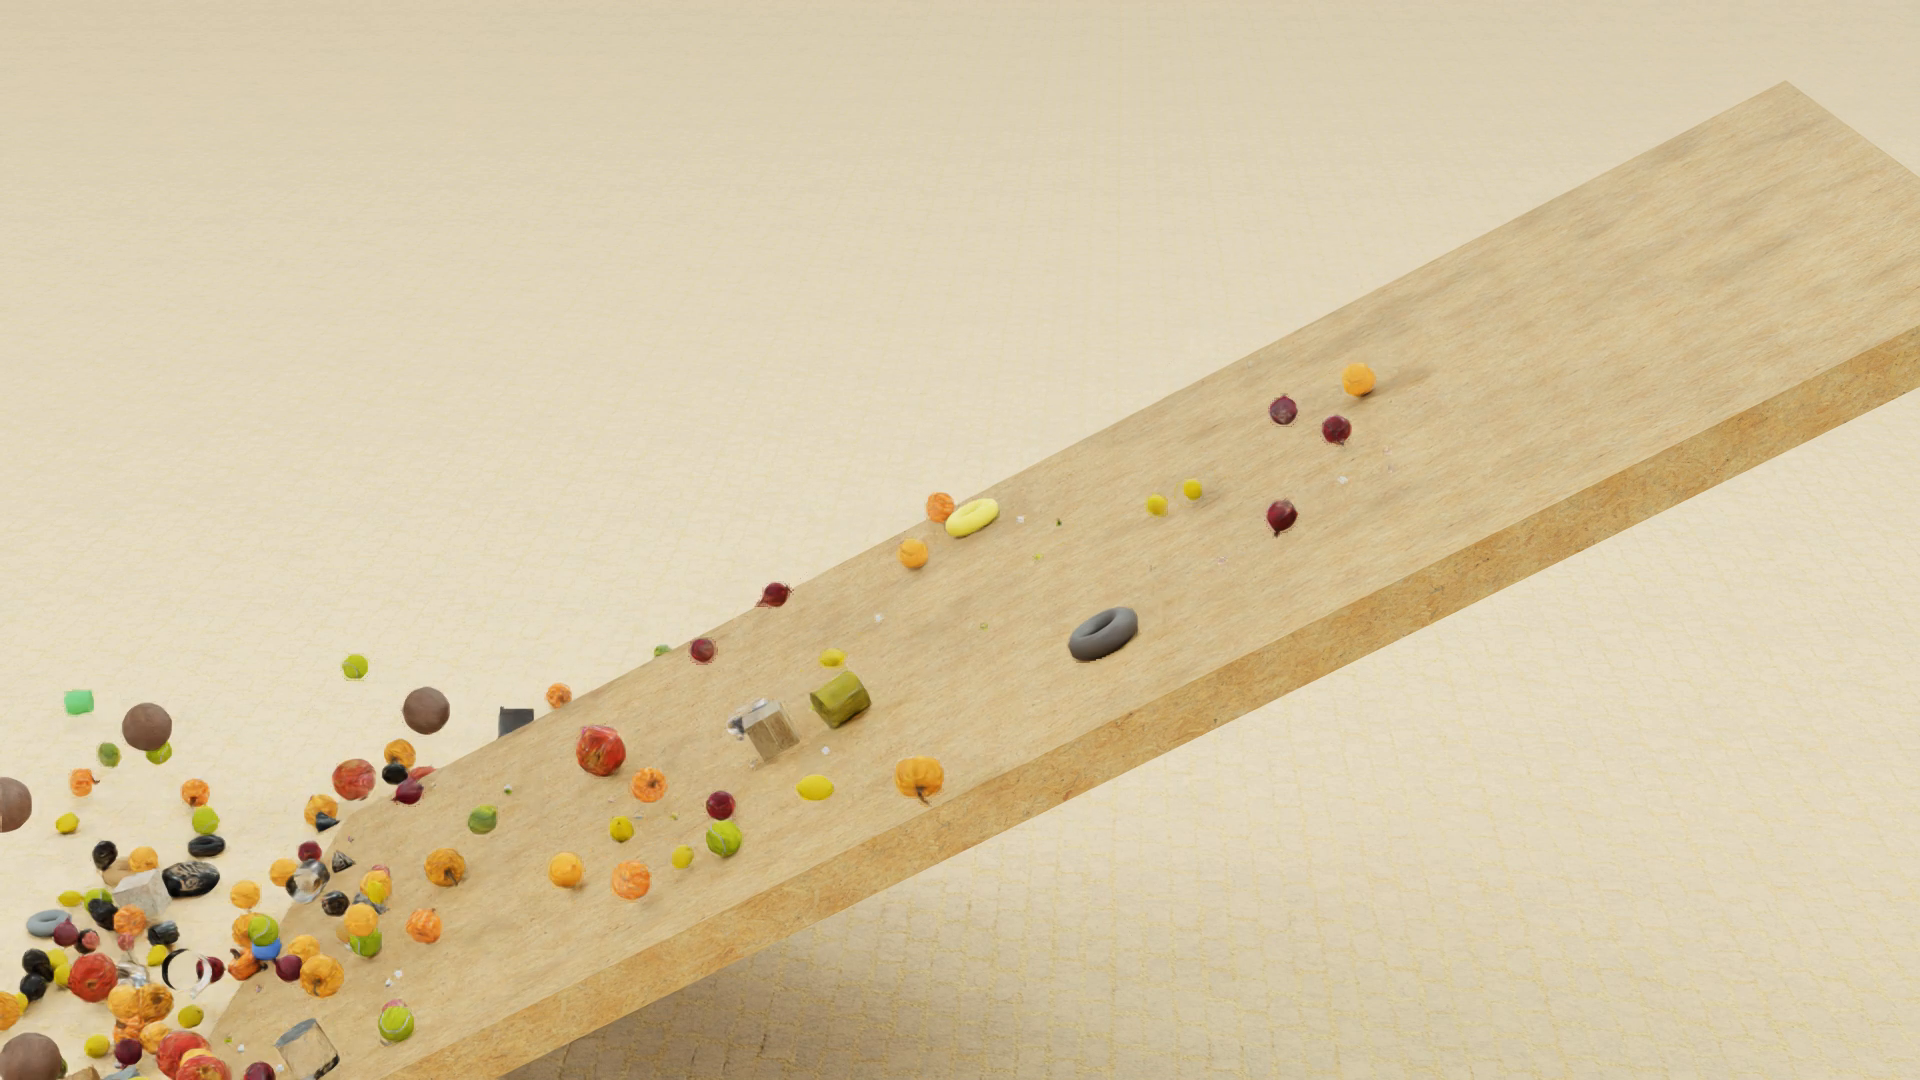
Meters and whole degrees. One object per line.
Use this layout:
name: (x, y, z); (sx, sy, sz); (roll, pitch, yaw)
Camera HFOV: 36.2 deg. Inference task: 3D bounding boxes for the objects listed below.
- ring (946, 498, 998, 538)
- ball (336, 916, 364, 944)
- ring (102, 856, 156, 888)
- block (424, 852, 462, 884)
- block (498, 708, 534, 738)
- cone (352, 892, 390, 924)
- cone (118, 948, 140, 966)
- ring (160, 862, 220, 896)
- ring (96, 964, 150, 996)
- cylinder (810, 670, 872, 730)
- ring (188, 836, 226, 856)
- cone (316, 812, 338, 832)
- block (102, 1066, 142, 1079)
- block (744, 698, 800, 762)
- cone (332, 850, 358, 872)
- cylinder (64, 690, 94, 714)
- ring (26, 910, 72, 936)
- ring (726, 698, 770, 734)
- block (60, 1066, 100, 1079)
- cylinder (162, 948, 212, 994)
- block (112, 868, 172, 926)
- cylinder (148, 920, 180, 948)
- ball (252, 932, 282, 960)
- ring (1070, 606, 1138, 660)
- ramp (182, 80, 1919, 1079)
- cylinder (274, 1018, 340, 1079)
ring: (0.029, -0.053, 6.971); (0.138, 0.046, 0.138); (-27, 15, 8)
ball: (-1.347, 0.862, 6.495); (0.060, 0.060, 0.060); (0, 18, 0)
ring: (-2.095, 0.838, 7.421); (0.134, 0.045, 0.134); (0, 19, 0)
block: (-1.157, 0.735, 6.578); (0.051, 0.051, 0.051); (-40, 17, -35)
block: (-1.213, 0.523, 8.025); (0.093, 0.093, 0.093); (3, 52, -11)
cone: (-1.316, 0.829, 6.605); (0.075, 0.075, 0.075); (-1, 18, 8)
cone: (-1.973, 1.003, 6.933); (0.060, 0.060, 0.060); (-32, 26, -10)
ring: (-1.933, 0.850, 7.375); (0.149, 0.050, 0.149); (0, 18, 0)
ring: (-1.950, 1.024, 6.848); (0.123, 0.041, 0.123); (1, 18, 0)
cylinder: (-0.248, 0.330, 6.094); (0.091, 0.091, 0.091); (-36, 30, -15)
ring: (-1.945, 0.790, 7.590); (0.098, 0.033, 0.098); (0, 16, 0)
cone: (-1.625, 0.728, 7.587); (0.056, 0.056, 0.056); (-1, 17, 8)
block: (-1.768, 1.171, 6.217); (0.076, 0.076, 0.076); (-23, 16, -3)
block: (-0.396, 0.399, 6.166); (0.084, 0.084, 0.084); (-29, 14, 1)
cone: (-1.484, 0.781, 7.122); (0.054, 0.054, 0.054); (3, 18, 15)
cylinder: (-2.529, 0.467, 8.444); (0.065, 0.065, 0.065); (-6, 18, -2)
ring: (-2.212, 0.931, 7.146); (0.109, 0.036, 0.109); (-1, 17, 0)
ring: (-0.463, 0.387, 6.438); (0.111, 0.037, 0.111); (-29, 14, 8)
block: (-1.854, 1.187, 6.198); (0.096, 0.096, 0.096); (-22, 22, -4)
cylinder: (-1.719, 0.959, 6.537); (0.092, 0.092, 0.092); (-1, -13, -3)
block: (-2.000, 0.874, 7.192); (0.093, 0.093, 0.093); (-16, 17, 6)
cylinder: (-1.911, 0.946, 7.054); (0.053, 0.053, 0.053); (15, 22, 39)
ball: (-1.577, 0.923, 6.686); (0.066, 0.066, 0.066); (0, 18, 0)
ring: (0.276, 0.181, 5.663); (0.148, 0.049, 0.148); (-28, 15, 9)
ramp: (0.141, 0.167, 6.282); (4.000, 0.100, 2.000); (-27, 14, 11)
cylinder: (-1.286, 1.009, 5.799); (0.093, 0.093, 0.093); (-28, 14, 8)
